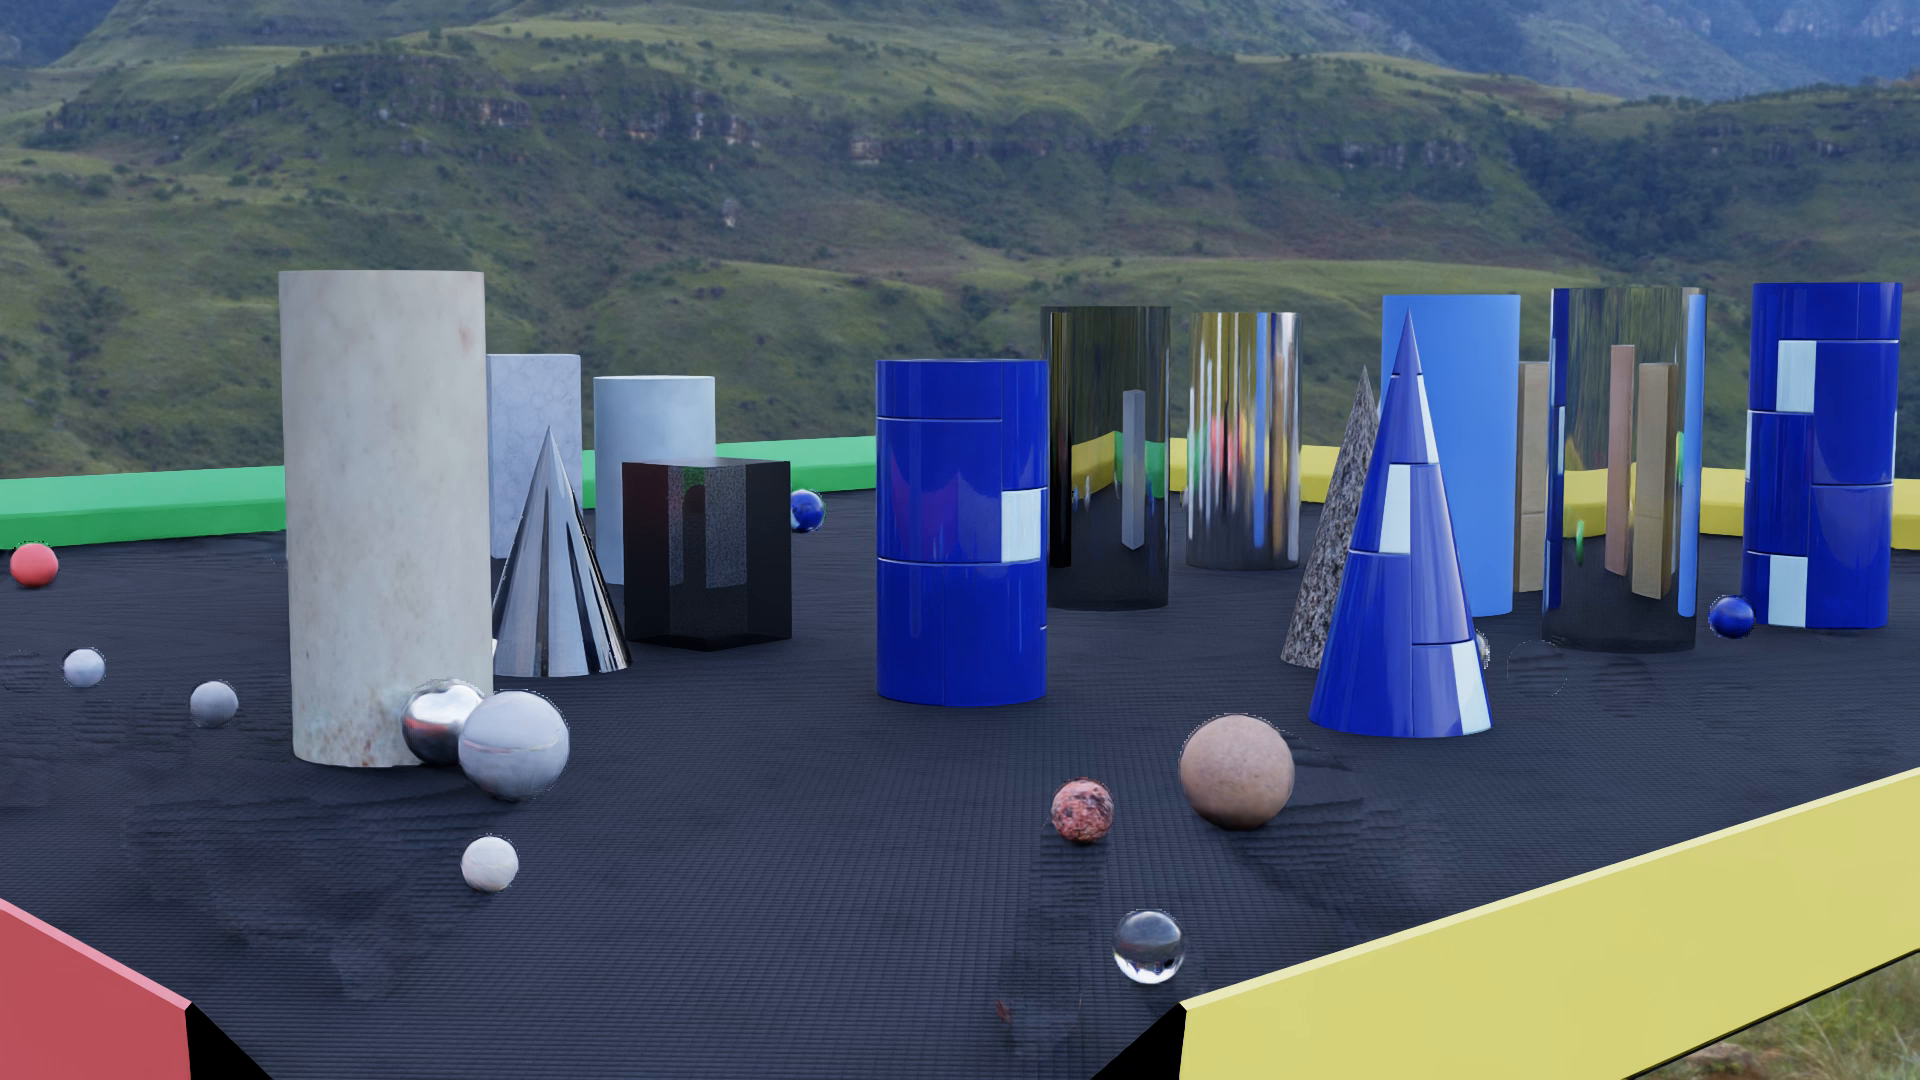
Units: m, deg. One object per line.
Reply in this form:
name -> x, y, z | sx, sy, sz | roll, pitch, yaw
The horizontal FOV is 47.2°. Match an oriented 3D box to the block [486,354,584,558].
block -> -0.791, -0.158, 4.054 | 0.160, 0.365, 0.160 | -2, 6, -20

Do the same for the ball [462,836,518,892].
ball -> -0.361, 0.249, 1.689 | 0.043, 0.043, 0.043 | 0, 6, 0

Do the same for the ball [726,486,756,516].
ball -> -0.479, -0.085, 4.795 | 0.065, 0.065, 0.065 | 0, 6, 0

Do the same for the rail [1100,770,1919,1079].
rail -> 1.197, 0.168, 2.042 | 3.689, 0.130, 0.045 | -5, 8, -42

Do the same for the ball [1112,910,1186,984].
ball -> 0.126, 0.271, 1.461 | 0.048, 0.048, 0.048 | 0, 6, 0

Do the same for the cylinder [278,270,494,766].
cylinder -> -0.579, -0.028, 2.230 | 0.200, 0.483, 0.200 | 0, 6, 0

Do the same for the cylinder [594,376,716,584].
cylinder -> -0.507, -0.103, 3.666 | 0.200, 0.335, 0.200 | 0, 6, 0

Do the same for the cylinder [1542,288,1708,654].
cylinder -> 0.887, -0.098, 2.941 | 0.200, 0.475, 0.200 | 0, 6, 0

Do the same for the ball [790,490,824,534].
ball -> -0.317, -0.057, 4.418 | 0.088, 0.088, 0.088 | 0, 6, 0

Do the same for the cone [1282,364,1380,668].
cone -> 0.512, -0.036, 2.804 | 0.200, 0.380, 0.200 | 0, 6, 0

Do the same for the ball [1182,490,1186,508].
ball -> 0.522, -0.089, 4.795 | 0.074, 0.074, 0.074 | 0, 6, 0

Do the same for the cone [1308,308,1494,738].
cone -> 0.481, -0.027, 2.379 | 0.200, 0.451, 0.200 | 0, 6, 0

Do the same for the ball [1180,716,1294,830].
ball -> 0.239, 0.200, 1.893 | 0.098, 0.098, 0.098 | 0, 6, 0

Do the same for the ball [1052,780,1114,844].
ball -> 0.103, 0.228, 1.844 | 0.053, 0.053, 0.053 | 0, 6, 0

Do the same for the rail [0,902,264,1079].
rail -> -1.338, 0.162, 2.104 | 0.045, 0.130, 3.576 | -5, 8, -42

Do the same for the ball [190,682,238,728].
ball -> -0.801, 0.176, 2.359 | 0.049, 0.049, 0.049 | 0, 6, 0

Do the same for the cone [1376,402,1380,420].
cone -> 0.771, -0.160, 3.903 | 0.200, 0.398, 0.200 | 0, 6, 0

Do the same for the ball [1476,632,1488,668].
ball -> 0.608, 0.138, 2.668 | 0.063, 0.063, 0.063 | 0, 6, 0

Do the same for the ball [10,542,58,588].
ball -> -1.496, 0.041, 3.552 | 0.073, 0.073, 0.073 | 0, 6, 0

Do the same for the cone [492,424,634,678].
cone -> -0.514, 0.006, 2.768 | 0.200, 0.305, 0.200 | 0, 6, 0

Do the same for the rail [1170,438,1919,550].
rail -> 1.338, -0.094, 4.560 | 0.045, 0.130, 3.576 | -5, 8, -42

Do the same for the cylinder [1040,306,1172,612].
cylinder -> 0.219, -0.128, 3.346 | 0.200, 0.451, 0.200 | 0, 6, 0

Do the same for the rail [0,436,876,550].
rail -> -1.197, -0.100, 4.622 | 3.689, 0.130, 0.045 | -5, 8, -42

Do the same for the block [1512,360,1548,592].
block -> 0.910, -0.108, 3.586 | 0.160, 0.362, 0.160 | -4, 7, -34

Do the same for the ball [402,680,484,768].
ball -> -0.497, 0.178, 2.129 | 0.085, 0.085, 0.085 | 0, 6, 0

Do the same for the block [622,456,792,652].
block -> -0.342, 0.015, 2.979 | 0.160, 0.242, 0.160 | 5, 8, 39

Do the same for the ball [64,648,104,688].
ball -> -1.039, 0.152, 2.609 | 0.046, 0.046, 0.046 | 0, 6, 0

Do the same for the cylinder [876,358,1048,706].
cylinder -> 0.002, -0.015, 2.562 | 0.200, 0.388, 0.200 | 0, 6, 0

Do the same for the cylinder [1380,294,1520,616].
cylinder -> 0.729, -0.131, 3.287 | 0.200, 0.468, 0.200 | 0, 6, 0

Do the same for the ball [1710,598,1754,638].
ball -> 1.053, 0.106, 2.997 | 0.057, 0.057, 0.057 | 0, 6, 0

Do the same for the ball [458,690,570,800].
ball -> -0.407, 0.188, 2.007 | 0.100, 0.100, 0.100 | 0, 6, 0

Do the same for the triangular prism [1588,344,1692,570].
triangular prism -> 1.158, -0.150, 3.865 | 0.173, 0.386, 0.150 | -2, 6, -22

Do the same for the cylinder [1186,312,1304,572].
cylinder -> 0.498, -0.177, 3.855 | 0.200, 0.442, 0.200 | 0, 6, 0

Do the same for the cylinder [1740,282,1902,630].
cylinder -> 1.235, -0.125, 3.159 | 0.200, 0.484, 0.200 | 0, 6, 0
